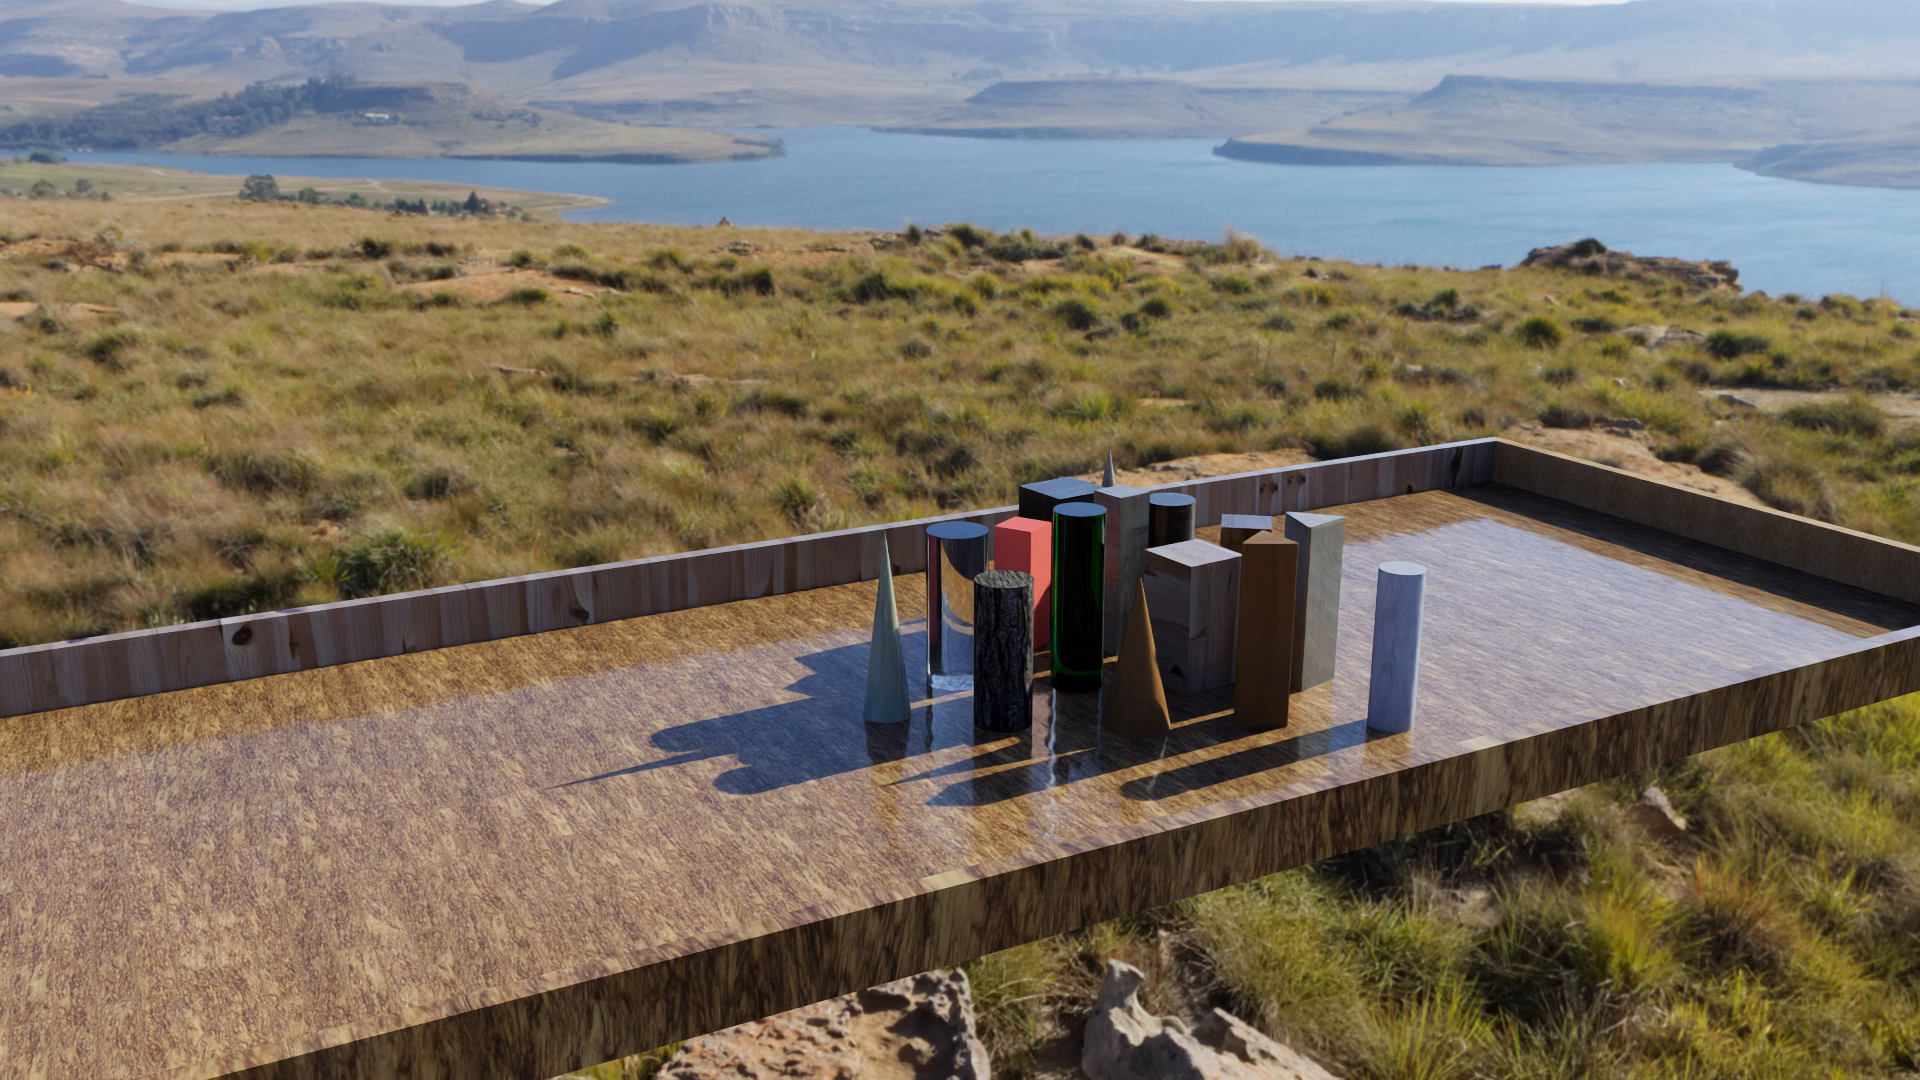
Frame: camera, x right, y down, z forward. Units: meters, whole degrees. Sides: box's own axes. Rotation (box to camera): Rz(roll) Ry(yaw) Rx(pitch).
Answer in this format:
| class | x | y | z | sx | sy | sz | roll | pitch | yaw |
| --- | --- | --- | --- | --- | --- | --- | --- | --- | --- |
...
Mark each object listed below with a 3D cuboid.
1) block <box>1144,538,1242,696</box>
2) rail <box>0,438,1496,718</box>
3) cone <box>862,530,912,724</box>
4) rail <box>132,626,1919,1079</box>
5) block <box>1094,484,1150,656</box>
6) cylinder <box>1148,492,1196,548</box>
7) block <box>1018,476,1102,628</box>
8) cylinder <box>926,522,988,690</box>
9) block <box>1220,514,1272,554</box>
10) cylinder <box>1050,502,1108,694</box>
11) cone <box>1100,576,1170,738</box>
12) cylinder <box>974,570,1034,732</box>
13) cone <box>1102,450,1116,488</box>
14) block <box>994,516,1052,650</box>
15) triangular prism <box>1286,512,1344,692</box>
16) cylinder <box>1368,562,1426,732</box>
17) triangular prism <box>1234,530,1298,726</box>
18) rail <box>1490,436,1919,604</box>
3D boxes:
| class | x | y | z | sx | sy | sz | roll | pitch | yaw |
| --- | --- | --- | --- | --- | --- | --- | --- | --- | --- |
| block | 0.580 | 0.190 | 4.121 | 0.175 | 0.332 | 0.175 | -11 | 19 | -32 |
| rail | -3.305 | 0.497 | 3.399 | 12.000 | 0.150 | 0.050 | -9 | 18 | -27 |
| cone | -0.174 | 0.195 | 3.877 | 0.117 | 0.459 | 0.117 | 0 | 16 | 0 |
| rail | -2.336 | 1.006 | 1.665 | 12.000 | 0.150 | 0.050 | -9 | 18 | -27 |
| block | 0.419 | 0.078 | 4.330 | 0.102 | 0.427 | 0.102 | -12 | 20 | -36 |
| cylinder | 0.578 | 0.050 | 4.585 | 0.142 | 0.338 | 0.142 | 0 | 16 | 0 |
| block | 0.287 | 0.036 | 4.571 | 0.179 | 0.373 | 0.179 | -11 | 20 | -34 |
| cylinder | -0.006 | 0.164 | 4.102 | 0.155 | 0.393 | 0.155 | 0 | 16 | 0 |
| block | 0.743 | 0.120 | 4.329 | 0.129 | 0.349 | 0.129 | 3 | 17 | 9 |
| cylinder | 0.291 | 0.143 | 4.065 | 0.131 | 0.453 | 0.131 | 0 | 16 | 0 |
| cone | 0.413 | 0.255 | 3.828 | 0.164 | 0.371 | 0.164 | 0 | 16 | 0 |
| cylinder | 0.102 | 0.259 | 3.847 | 0.139 | 0.353 | 0.139 | 0 | 16 | 0 |
| cone | 0.433 | -0.068 | 4.837 | 0.152 | 0.423 | 0.152 | 0 | 16 | 0 |
| block | 0.165 | 0.117 | 4.370 | 0.110 | 0.331 | 0.110 | 10 | 19 | 30 |
| triangular prism | 0.851 | 0.146 | 4.107 | 0.141 | 0.423 | 0.122 | -14 | 22 | -40 |
| cylinder | 1.013 | 0.248 | 3.828 | 0.107 | 0.384 | 0.107 | 0 | 16 | 0 |
| triangular prism | 0.706 | 0.207 | 3.857 | 0.125 | 0.447 | 0.108 | 0 | 16 | 0 |
| rail | 2.466 | -0.048 | 5.253 | 0.050 | 0.150 | 2.100 | -9 | 18 | -27 |
